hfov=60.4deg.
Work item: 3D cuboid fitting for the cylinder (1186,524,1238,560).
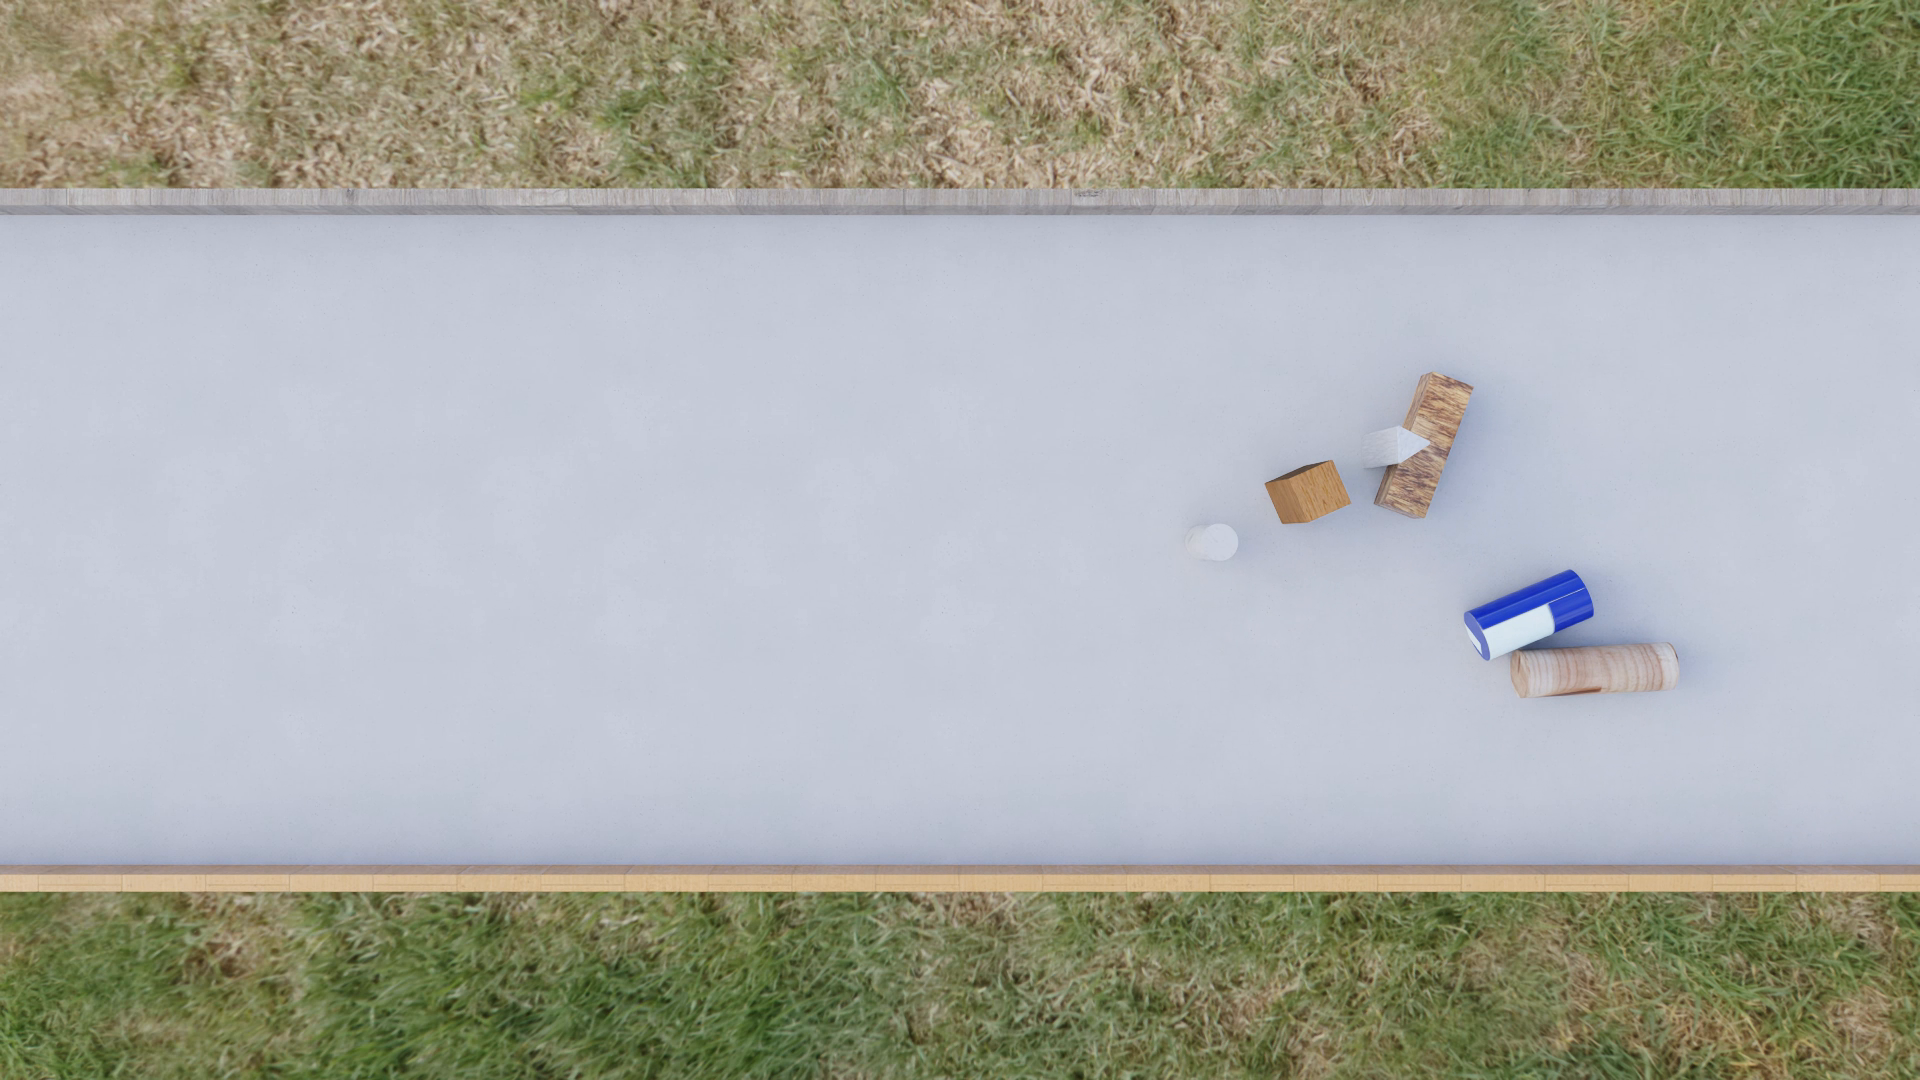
[{"bbox_3d":[0.747,0.006,4.910,0.107,0.333,0.107,0,90,0],"label":"cylinder"}]

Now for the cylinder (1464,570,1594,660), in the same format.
[{"bbox_3d":[1.721,0.227,4.996,0.337,0.161,0.161,-23,90,0],"label":"cylinder"}]

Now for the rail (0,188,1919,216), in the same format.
[{"bbox_3d":[-2.247,-1.025,5.002,12.000,0.150,0.050,0,90,0],"label":"rail"}]

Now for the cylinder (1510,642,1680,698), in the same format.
[{"bbox_3d":[1.922,0.394,5.003,0.456,0.147,0.147,-3,90,0],"label":"cylinder"}]

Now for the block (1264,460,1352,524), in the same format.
[{"bbox_3d":[1.026,-0.139,4.887,0.136,0.379,0.136,-24,90,0],"label":"block"}]

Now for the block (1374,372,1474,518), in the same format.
[{"bbox_3d":[1.407,-0.286,5.011,0.130,0.130,0.422,20,90,0],"label":"block"}]

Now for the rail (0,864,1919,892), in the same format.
[{"bbox_3d":[-2.247,1.025,5.001,12.000,0.150,0.050,0,90,0],"label":"rail"}]

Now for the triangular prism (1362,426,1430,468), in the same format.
[{"bbox_3d":[1.263,-0.285,4.872,0.104,0.409,0.090,-33,90,0],"label":"triangular prism"}]
